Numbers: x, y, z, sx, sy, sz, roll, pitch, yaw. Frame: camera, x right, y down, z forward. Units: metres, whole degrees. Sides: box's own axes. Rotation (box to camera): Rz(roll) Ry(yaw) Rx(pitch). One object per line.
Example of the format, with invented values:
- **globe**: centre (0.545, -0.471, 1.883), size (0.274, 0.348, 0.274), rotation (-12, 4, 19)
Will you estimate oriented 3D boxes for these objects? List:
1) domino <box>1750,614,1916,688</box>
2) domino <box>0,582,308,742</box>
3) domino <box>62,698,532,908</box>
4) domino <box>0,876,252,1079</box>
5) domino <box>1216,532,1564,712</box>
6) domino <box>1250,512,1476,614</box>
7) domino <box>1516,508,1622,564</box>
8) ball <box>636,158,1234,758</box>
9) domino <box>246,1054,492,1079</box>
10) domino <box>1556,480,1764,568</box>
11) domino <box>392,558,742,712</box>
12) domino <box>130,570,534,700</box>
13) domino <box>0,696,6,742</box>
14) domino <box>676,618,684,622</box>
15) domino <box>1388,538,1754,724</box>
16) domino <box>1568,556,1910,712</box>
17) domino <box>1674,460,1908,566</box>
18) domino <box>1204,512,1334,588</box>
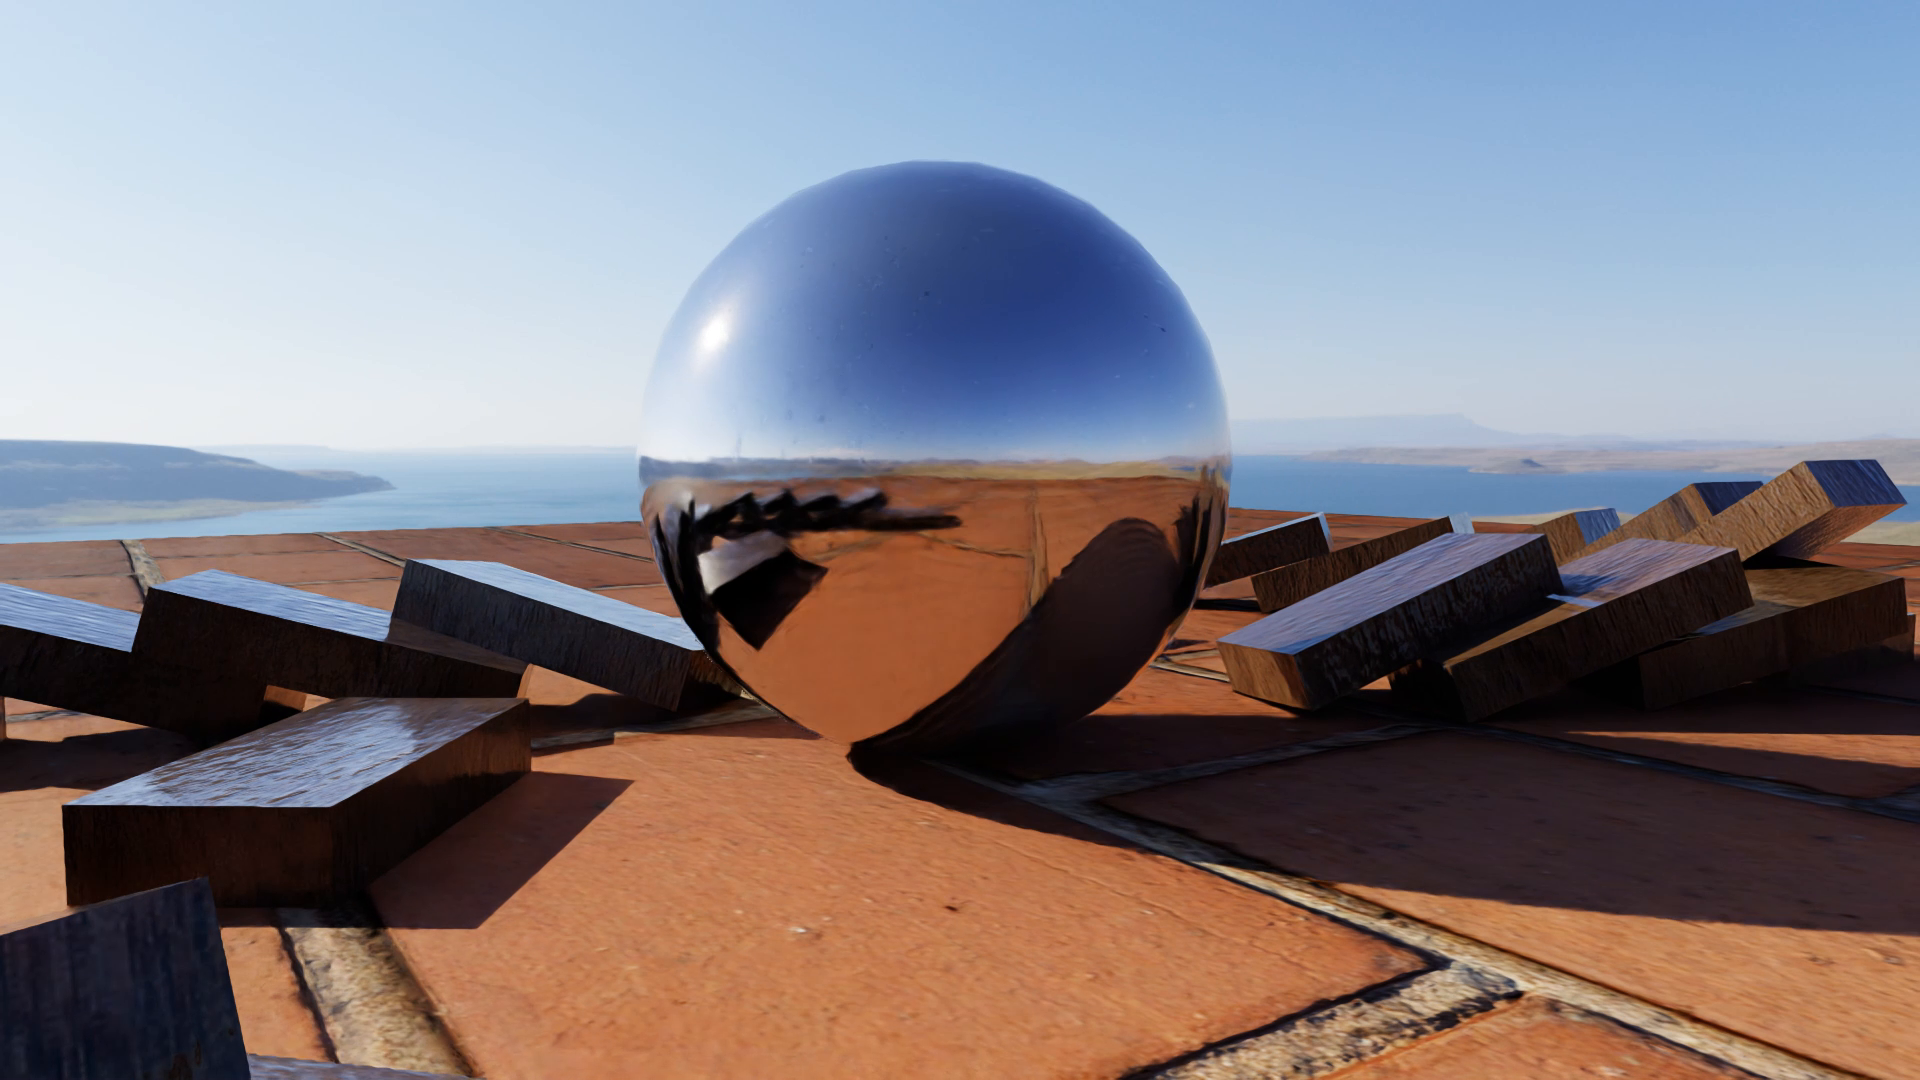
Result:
- **domino**: centre (0.158, 0.019, 0.247), size (0.050, 0.009, 0.025), rotation (-3, 5, -33)
- **domino**: centre (-0.124, 0.017, 0.186), size (0.050, 0.009, 0.025), rotation (15, 1, -13)
- **domino**: centre (-0.069, 0.027, 0.142), size (0.025, 0.009, 0.050), rotation (0, 4, 2)
- **domino**: centre (-0.058, 0.026, 0.057), size (0.050, 0.009, 0.025), rotation (-17, -5, 30)
- **domino**: centre (0.071, 0.013, 0.215), size (0.050, 0.009, 0.025), rotation (-23, 7, -15)
- **domino**: centre (0.101, 0.006, 0.321), size (0.050, 0.009, 0.025), rotation (-20, -7, 31)
- **domino**: centre (0.124, 0.006, 0.297), size (0.025, 0.010, 0.050), rotation (-4, -17, -45)
- **ball**: centre (-0.003, -0.011, 0.176), size (0.080, 0.080, 0.080), rotation (0, 4, 0)
- **domino**: centre (-0.021, 0.034, 0.054), size (0.050, 0.010, 0.025), rotation (1, 4, 11)
- **domino**: centre (0.140, 0.005, 0.268), size (0.025, 0.010, 0.050), rotation (-3, -28, -32)
- **domino**: centre (-0.062, 0.015, 0.208), size (0.050, 0.009, 0.025), rotation (16, 1, 12)
- **domino**: centre (-0.091, 0.017, 0.192), size (0.050, 0.010, 0.025), rotation (16, 1, -14)
- **domino**: centre (-0.156, 0.026, 0.164), size (0.050, 0.009, 0.025), rotation (-2, 5, -25)
- **domino**: centre (-0.028, 0.020, 0.238), size (0.050, 0.009, 0.025), rotation (3, 5, 32)
- **domino**: centre (0.097, 0.014, 0.210), size (0.050, 0.009, 0.025), rotation (-21, 7, -6)
- **domino**: centre (0.129, 0.015, 0.219), size (0.050, 0.010, 0.025), rotation (-14, 10, -9)
- **domino**: centre (0.147, 0.003, 0.244), size (0.025, 0.009, 0.050), rotation (-3, -30, -30)
- **domino**: centre (0.072, 0.005, 0.338), size (0.050, 0.010, 0.025), rotation (-18, -2, 19)
